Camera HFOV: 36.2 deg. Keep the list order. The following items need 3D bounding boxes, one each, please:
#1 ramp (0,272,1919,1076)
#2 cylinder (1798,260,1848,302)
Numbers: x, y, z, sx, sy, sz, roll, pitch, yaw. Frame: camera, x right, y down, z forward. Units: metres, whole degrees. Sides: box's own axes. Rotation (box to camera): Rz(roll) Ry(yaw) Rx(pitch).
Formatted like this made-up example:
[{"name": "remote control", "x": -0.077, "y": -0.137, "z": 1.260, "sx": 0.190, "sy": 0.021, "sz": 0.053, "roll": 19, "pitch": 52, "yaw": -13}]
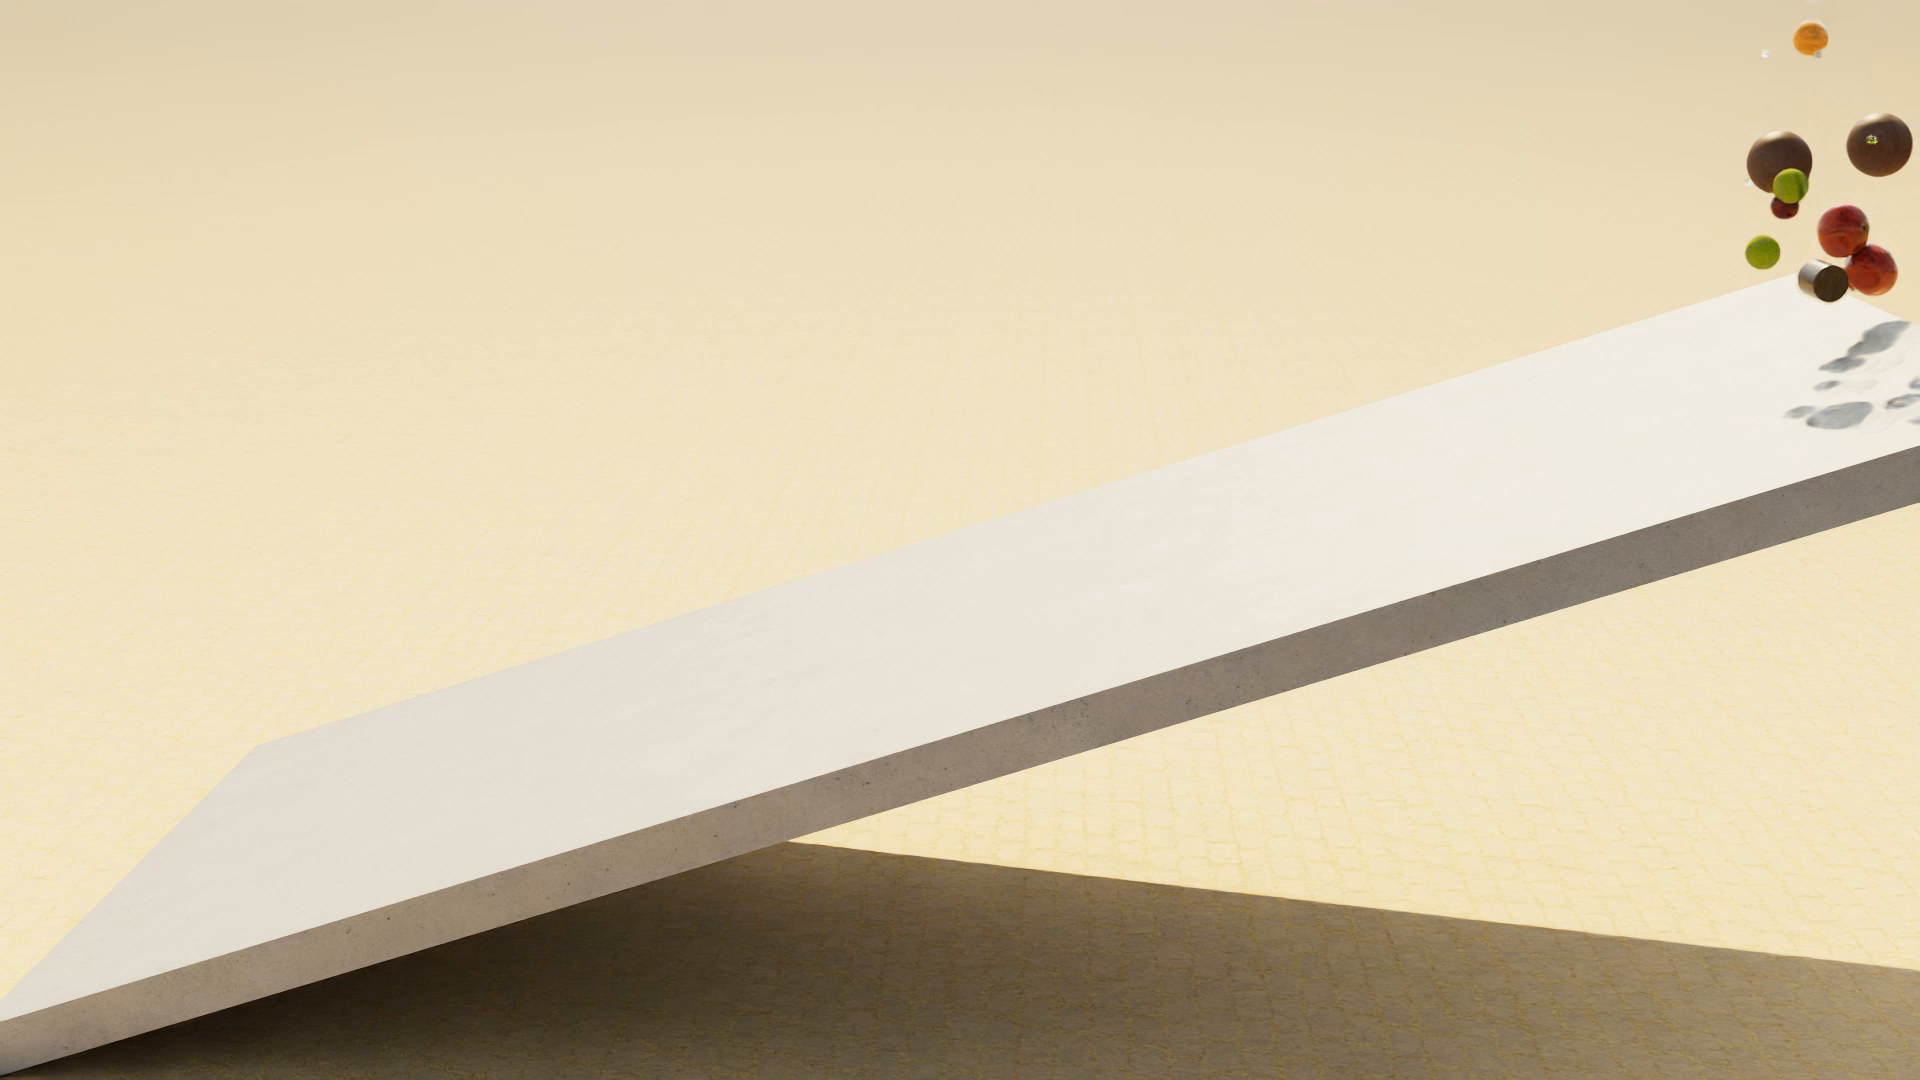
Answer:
[{"name": "ramp", "x": 0.100, "y": 0.183, "z": 6.312, "sx": 4.000, "sy": 0.100, "sz": 2.000, "roll": -17, "pitch": 10, "yaw": 5}, {"name": "cylinder", "x": 1.790, "y": -0.537, "z": 6.100, "sx": 0.077, "sy": 0.077, "sz": 0.077, "roll": -2, "pitch": 15, "yaw": -9}]
